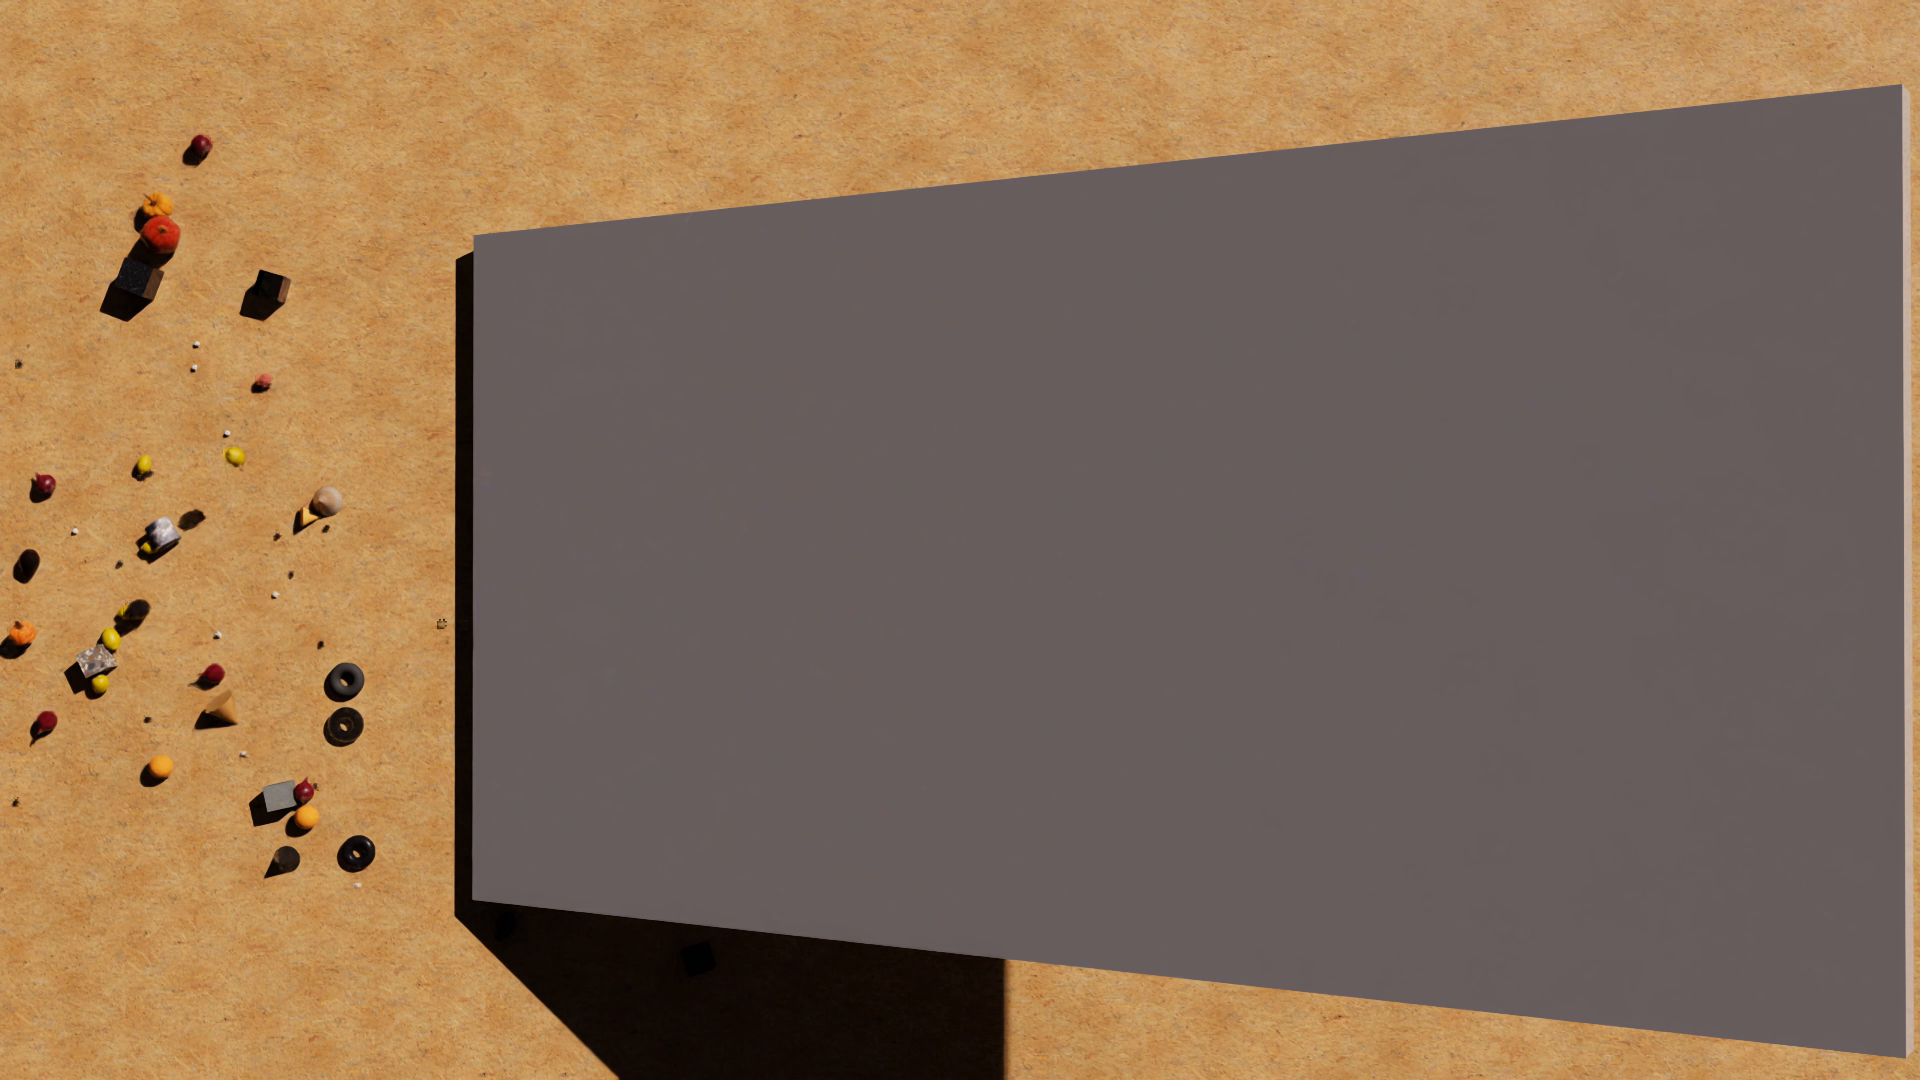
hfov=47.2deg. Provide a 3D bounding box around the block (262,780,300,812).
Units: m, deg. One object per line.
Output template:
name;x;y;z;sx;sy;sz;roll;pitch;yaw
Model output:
block;-2.055;0.774;6.656;0.076;0.076;0.076;-12;89;0

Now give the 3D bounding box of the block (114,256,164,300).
block;-2.486;-0.791;6.661;0.093;0.093;0.093;21;90;0

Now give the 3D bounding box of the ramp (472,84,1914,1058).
ramp;0.263;0.072;5.606;4.000;0.100;2.000;0;89;32

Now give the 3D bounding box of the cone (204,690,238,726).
cone;-2.221;0.527;6.674;0.098;0.098;0.098;-31;116;0

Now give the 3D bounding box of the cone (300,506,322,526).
cone;-1.969;-0.072;6.687;0.063;0.063;0.063;-1;89;-27

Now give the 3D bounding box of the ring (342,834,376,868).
ring;-1.825;0.946;6.675;0.102;0.034;0.102;0;90;-1

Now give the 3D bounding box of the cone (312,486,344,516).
cone;-1.927;-0.118;6.655;0.094;0.094;0.094;0;89;0

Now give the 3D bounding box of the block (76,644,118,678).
block;-2.614;0.366;6.659;0.076;0.076;0.076;-25;90;0

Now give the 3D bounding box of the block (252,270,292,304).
block;-2.086;-0.769;6.669;0.077;0.077;0.077;15;89;0

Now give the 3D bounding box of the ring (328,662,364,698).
ring;-1.863;0.425;6.679;0.108;0.036;0.108;0;90;-1

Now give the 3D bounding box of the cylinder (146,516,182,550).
cylinder;-2.414;-0.020;6.662;0.077;0.077;0.077;-32;90;0

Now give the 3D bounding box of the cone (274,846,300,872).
cone;-2.049;0.972;6.651;0.082;0.082;0.082;0;89;0

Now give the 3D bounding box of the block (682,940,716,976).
block;-0.790;1.266;6.651;0.076;0.076;0.076;-19;90;0

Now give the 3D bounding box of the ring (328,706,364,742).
ring;-1.864;0.561;6.678;0.108;0.036;0.108;0;90;-1
